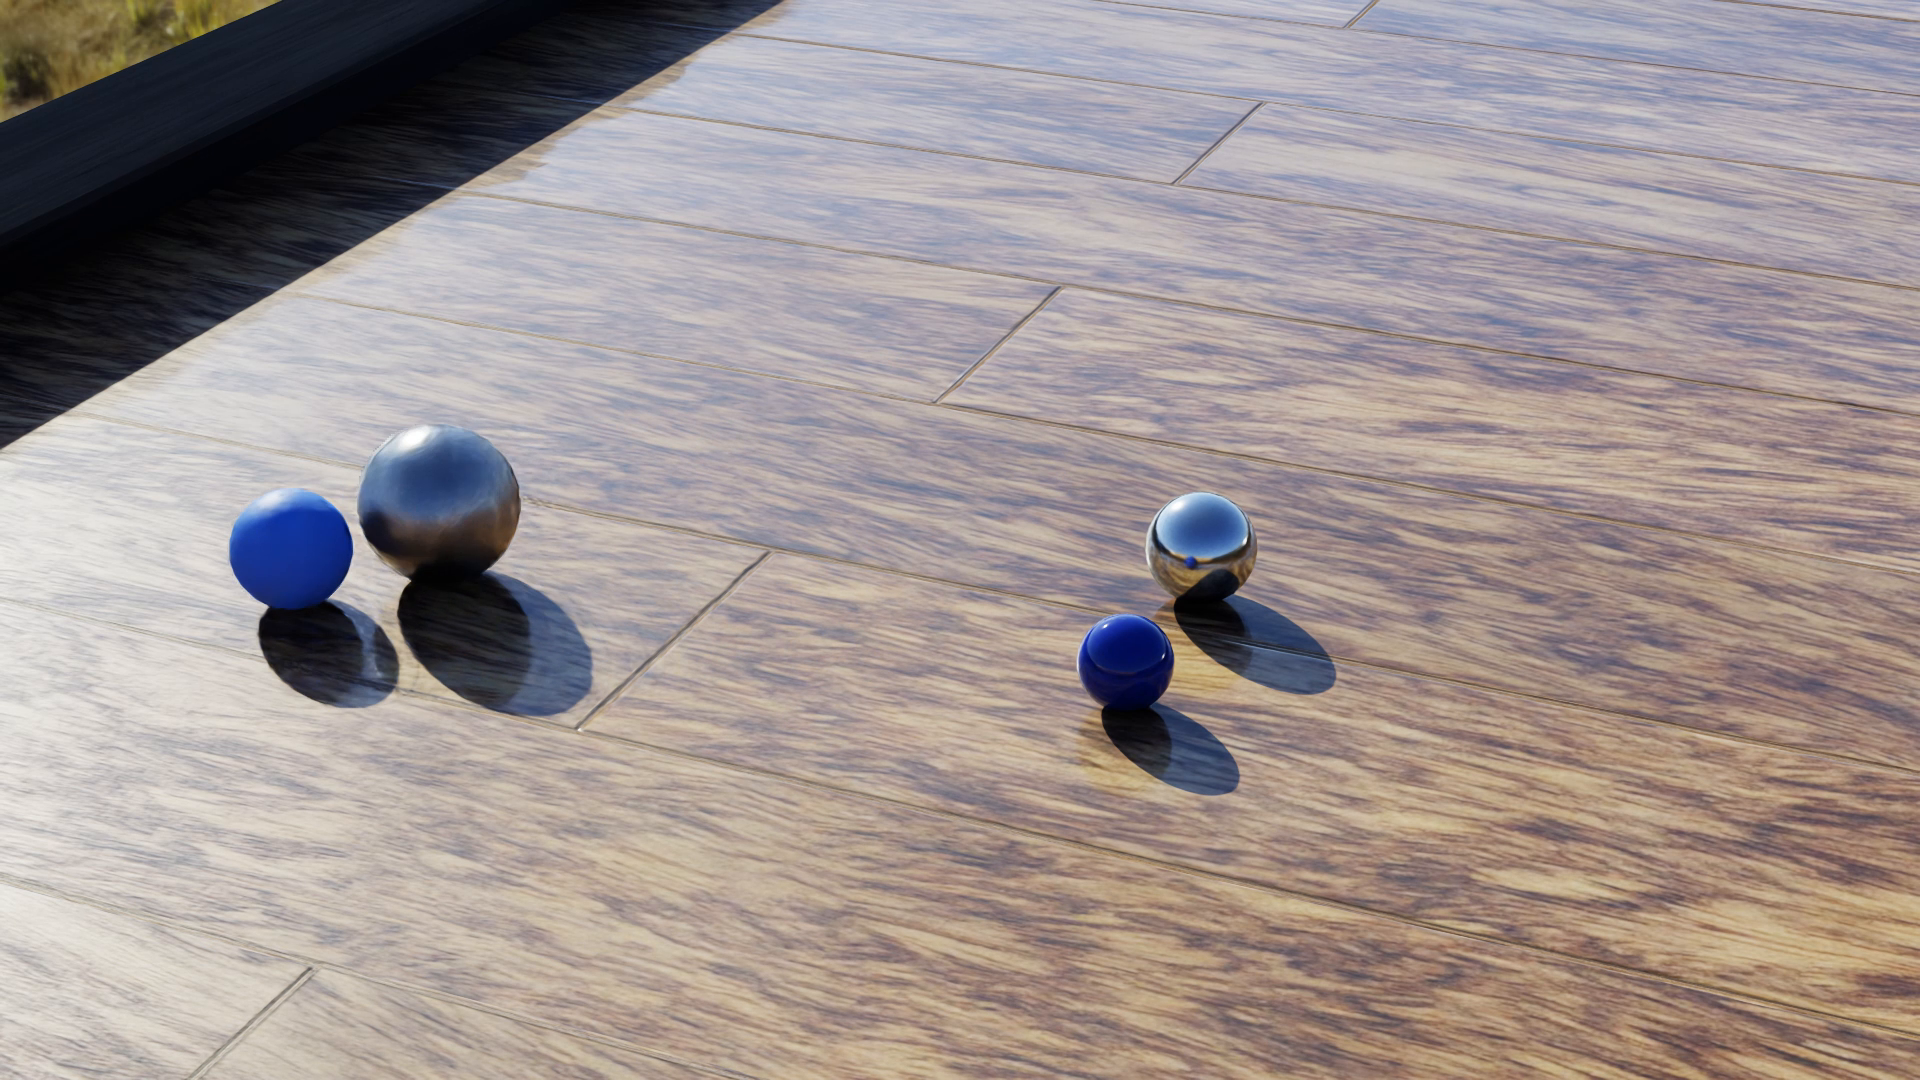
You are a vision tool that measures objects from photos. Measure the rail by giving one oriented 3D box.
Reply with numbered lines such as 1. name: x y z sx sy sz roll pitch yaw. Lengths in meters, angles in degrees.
1. rail: -0.446 -0.515 2.768 0.045 0.128 3.342 11 28 21

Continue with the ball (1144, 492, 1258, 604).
1. ball: 0.146 0.005 1.785 0.068 0.068 0.068 0 26 0

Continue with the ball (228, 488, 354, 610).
1. ball: -0.404 0.005 1.778 0.073 0.073 0.073 0 26 0

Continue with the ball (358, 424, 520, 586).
1. ball: -0.319 -0.022 1.804 0.099 0.099 0.099 0 26 0

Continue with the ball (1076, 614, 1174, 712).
1. ball: 0.094 0.069 1.668 0.056 0.056 0.056 0 26 0
